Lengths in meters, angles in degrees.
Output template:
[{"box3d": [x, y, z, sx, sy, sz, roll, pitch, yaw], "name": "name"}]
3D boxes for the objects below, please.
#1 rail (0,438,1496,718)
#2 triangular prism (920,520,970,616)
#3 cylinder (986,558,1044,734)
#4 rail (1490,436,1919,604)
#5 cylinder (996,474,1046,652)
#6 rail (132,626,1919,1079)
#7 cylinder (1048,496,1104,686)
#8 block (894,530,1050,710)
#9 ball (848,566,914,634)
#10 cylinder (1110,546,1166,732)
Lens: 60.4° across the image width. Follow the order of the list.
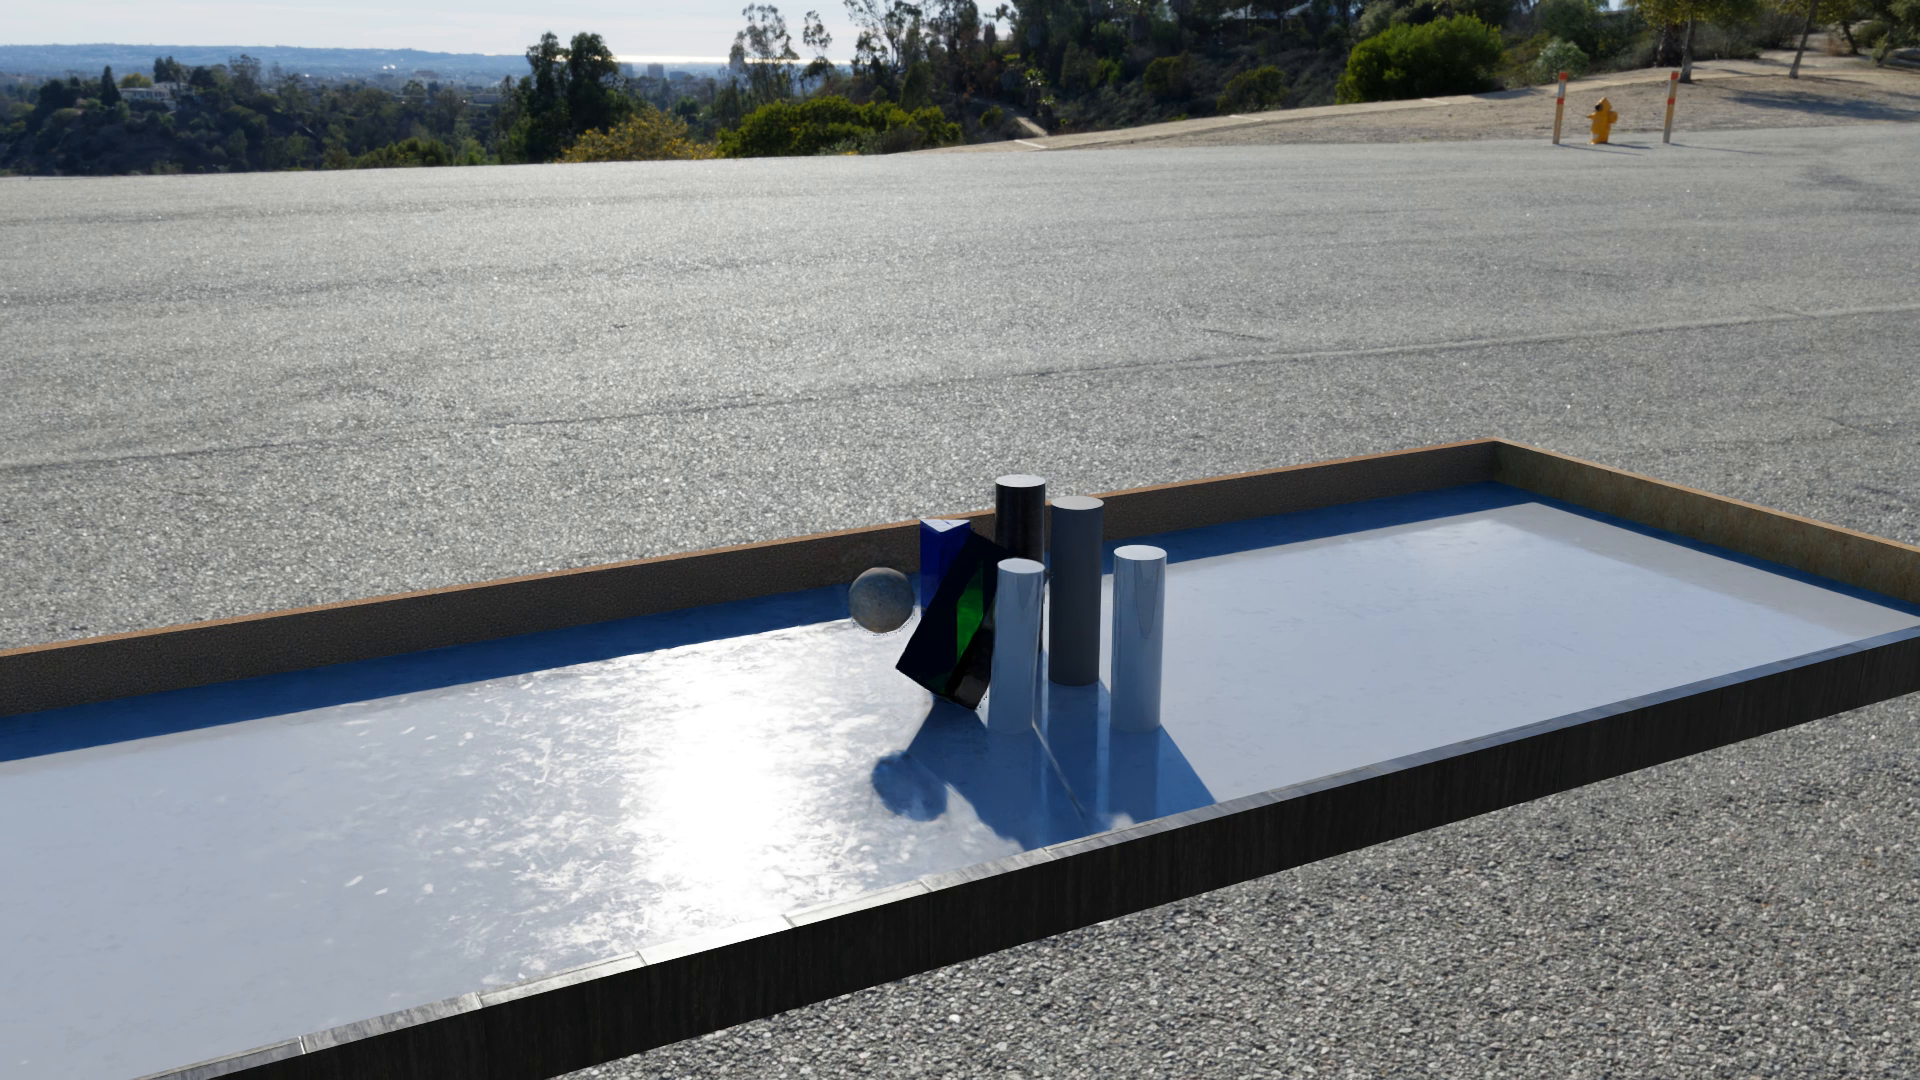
[{"box3d": [-3.305, 0.497, 3.399, 12.000, 0.150, 0.050, -9, 18, -27], "name": "rail"}, {"box3d": [-0.054, 0.150, 4.132, 0.106, 0.402, 0.122, 11, 20, 33], "name": "triangular prism"}, {"box3d": [0.128, 0.246, 3.813, 0.106, 0.392, 0.106, 3, 17, -1], "name": "cylinder"}, {"box3d": [2.466, -0.048, 5.253, 0.050, 0.150, 2.100, -9, 18, -27], "name": "rail"}, {"box3d": [0.156, 0.065, 4.324, 0.130, 0.456, 0.130, 0, 16, 0], "name": "cylinder"}, {"box3d": [-2.336, 1.006, 1.665, 12.000, 0.150, 0.050, -9, 18, -27], "name": "rail"}, {"box3d": [0.287, 0.128, 4.109, 0.129, 0.457, 0.129, 0, 16, 0], "name": "cylinder"}, {"box3d": [0.031, 0.194, 3.941, 0.156, 0.376, 0.156, 29, 0, 38], "name": "block"}, {"box3d": [-0.190, 0.145, 3.990, 0.161, 0.161, 0.161, 0, 16, 0], "name": "ball"}, {"box3d": [0.412, 0.230, 3.830, 0.119, 0.419, 0.119, 0, 16, 0], "name": "cylinder"}]
